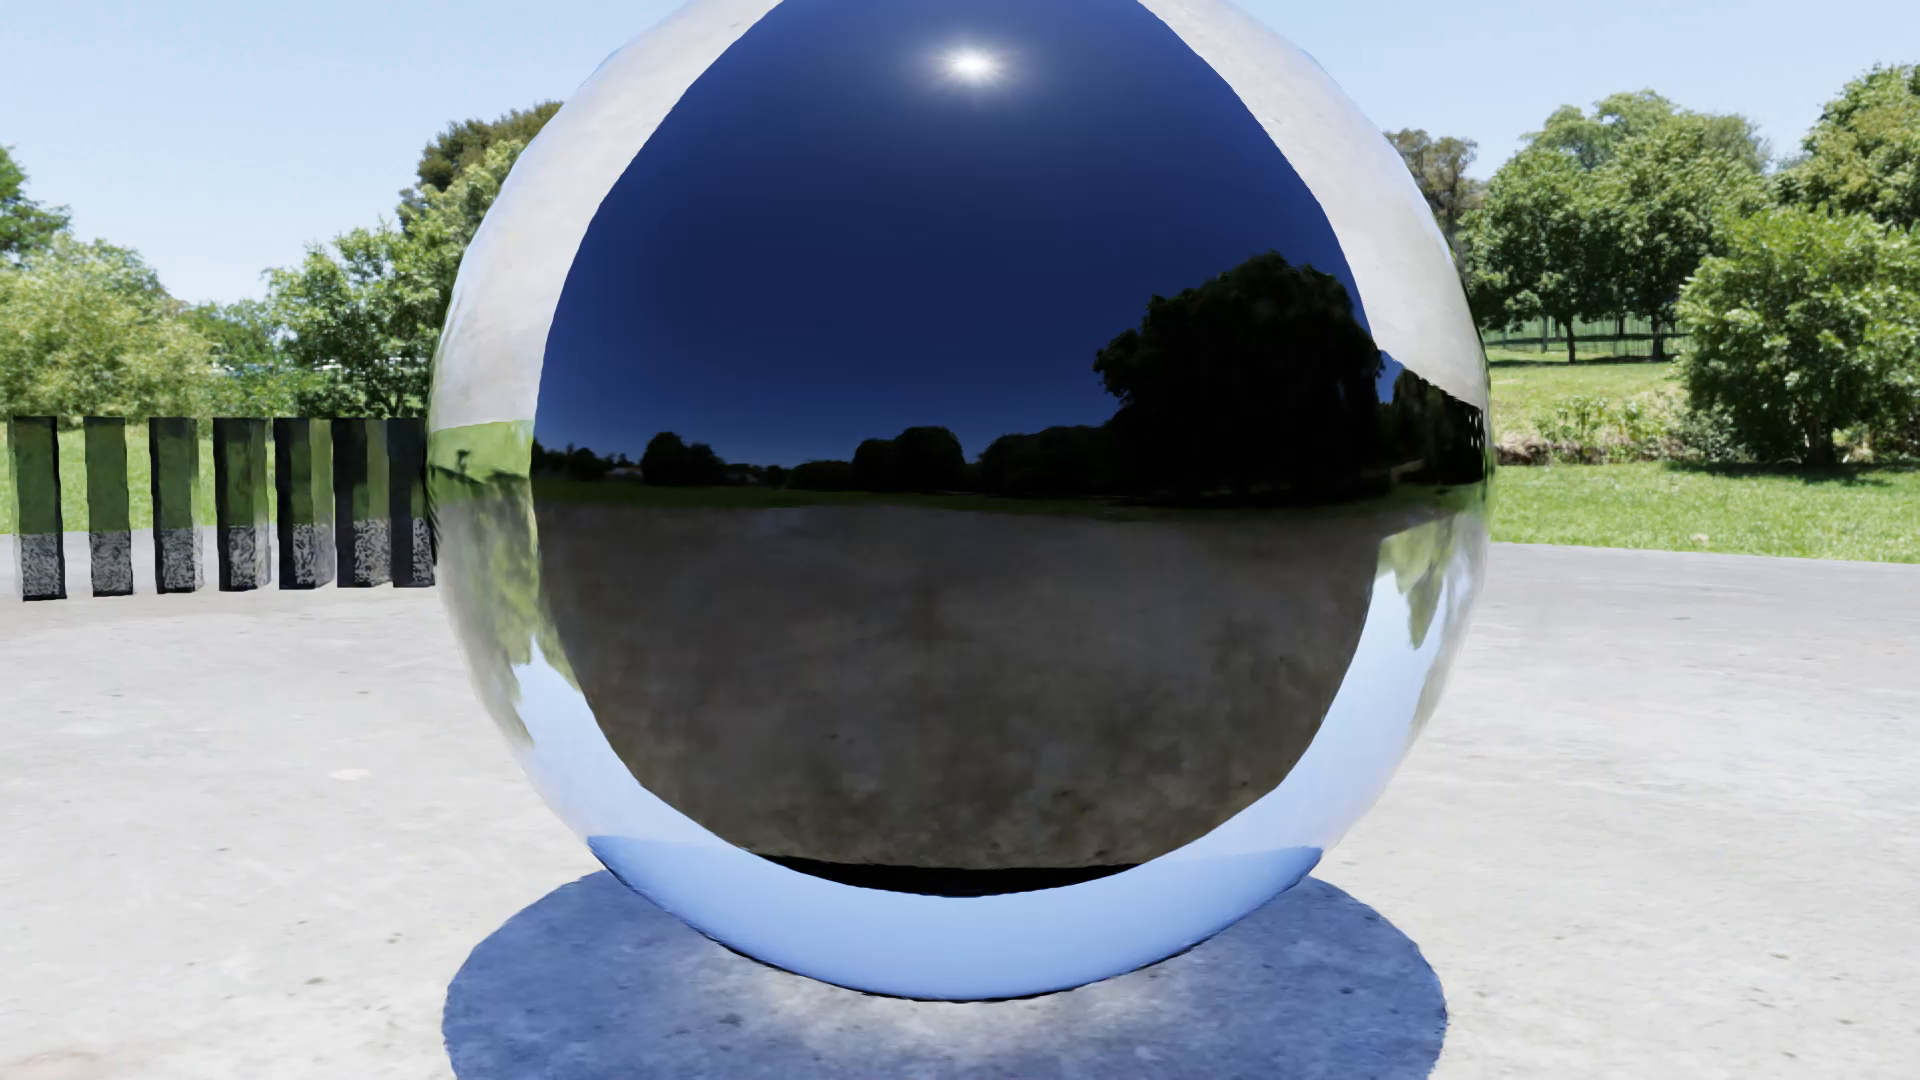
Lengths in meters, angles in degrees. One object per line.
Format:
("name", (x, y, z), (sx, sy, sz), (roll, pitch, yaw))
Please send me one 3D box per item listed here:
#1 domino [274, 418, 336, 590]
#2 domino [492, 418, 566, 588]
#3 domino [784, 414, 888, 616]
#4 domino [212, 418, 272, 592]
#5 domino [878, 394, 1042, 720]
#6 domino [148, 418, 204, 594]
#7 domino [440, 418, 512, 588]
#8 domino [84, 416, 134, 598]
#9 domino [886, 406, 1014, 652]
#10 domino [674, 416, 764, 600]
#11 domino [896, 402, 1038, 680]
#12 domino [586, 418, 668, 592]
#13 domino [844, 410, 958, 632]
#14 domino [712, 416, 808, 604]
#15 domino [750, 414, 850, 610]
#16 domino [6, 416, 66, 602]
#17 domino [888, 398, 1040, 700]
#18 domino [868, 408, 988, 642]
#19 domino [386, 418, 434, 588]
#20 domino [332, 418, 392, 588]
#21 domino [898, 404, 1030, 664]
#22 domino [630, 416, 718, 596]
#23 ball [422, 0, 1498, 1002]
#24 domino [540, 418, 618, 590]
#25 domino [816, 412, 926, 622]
("domino", (-0.197, -0.011, 0.386), (0.009, 0.050, 0.025), (-1, 4, -14))
("domino", (-0.130, -0.012, 0.388), (0.010, 0.050, 0.025), (1, 4, 10))
("domino", (-0.031, -0.007, 0.328), (0.025, 0.050, 0.010), (-3, 5, -38))
("domino", (-0.213, -0.011, 0.382), (0.009, 0.050, 0.025), (-2, 5, -19))
("domino", (0.000, 0.002, 0.201), (0.025, 0.050, 0.009), (0, 4, 0))
("domino", (-0.229, -0.011, 0.375), (0.009, 0.050, 0.025), (-2, 5, -25))
("domino", (-0.147, -0.012, 0.390), (0.009, 0.050, 0.025), (0, 4, 4))
("domino", (-0.244, -0.010, 0.367), (0.010, 0.050, 0.025), (-3, 5, -34))
("domino", (-0.002, -0.003, 0.268), (0.025, 0.050, 0.009), (-1, 4, -14))
("domino", (-0.068, -0.010, 0.363), (0.010, 0.050, 0.025), (3, 5, 34))
("domino", (0.001, 0.000, 0.234), (0.025, 0.050, 0.009), (0, 4, 0))
("domino", (-0.098, -0.011, 0.379), (0.009, 0.050, 0.025), (2, 5, 22))
("domino", (-0.014, -0.005, 0.299), (0.025, 0.050, 0.010), (-2, 5, -26))
("domino", (-0.055, -0.009, 0.352), (0.009, 0.050, 0.025), (4, 6, 40))
("domino", (-0.042, -0.008, 0.341), (0.025, 0.050, 0.010), (-4, 6, -44))
("domino", (-0.257, -0.009, 0.357), (0.010, 0.050, 0.025), (-4, 6, -40))
("domino", (0.001, 0.001, 0.218), (0.025, 0.050, 0.009), (0, 4, 3))
("domino", (-0.007, -0.004, 0.284), (0.025, 0.050, 0.009), (-2, 5, -20))
("domino", (-0.164, -0.012, 0.391), (0.009, 0.050, 0.025), (0, 4, -1))
("domino", (-0.180, -0.012, 0.389), (0.009, 0.050, 0.025), (-1, 4, -7))
("domino", (0.001, -0.001, 0.251), (0.025, 0.050, 0.009), (0, 4, -5))
("domino", (-0.082, -0.010, 0.371), (0.009, 0.050, 0.025), (2, 5, 28))
("ball", (0.000, -0.005, 0.103), (0.080, 0.080, 0.080), (0, 4, 0))
("domino", (-0.114, -0.011, 0.384), (0.010, 0.050, 0.025), (1, 4, 17))
("domino", (-0.022, -0.006, 0.314), (0.025, 0.050, 0.009), (-3, 5, -32))
